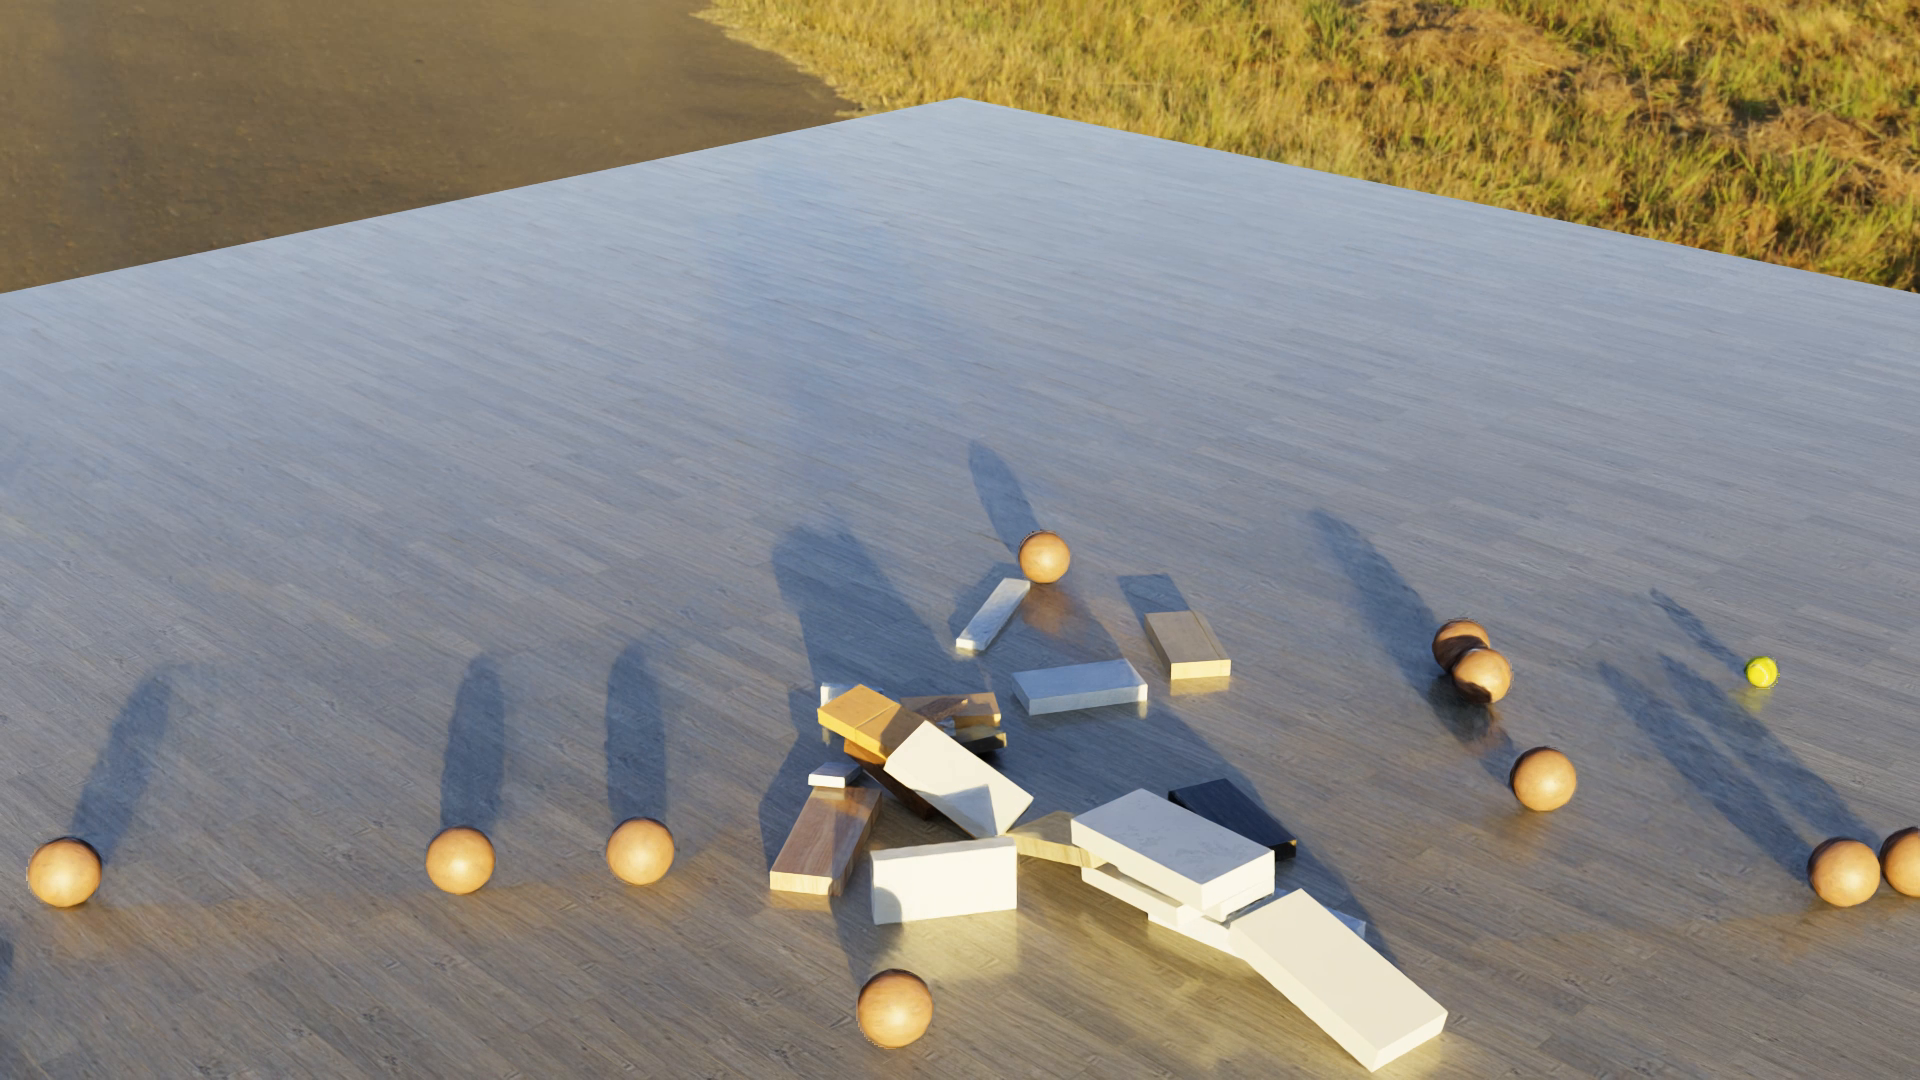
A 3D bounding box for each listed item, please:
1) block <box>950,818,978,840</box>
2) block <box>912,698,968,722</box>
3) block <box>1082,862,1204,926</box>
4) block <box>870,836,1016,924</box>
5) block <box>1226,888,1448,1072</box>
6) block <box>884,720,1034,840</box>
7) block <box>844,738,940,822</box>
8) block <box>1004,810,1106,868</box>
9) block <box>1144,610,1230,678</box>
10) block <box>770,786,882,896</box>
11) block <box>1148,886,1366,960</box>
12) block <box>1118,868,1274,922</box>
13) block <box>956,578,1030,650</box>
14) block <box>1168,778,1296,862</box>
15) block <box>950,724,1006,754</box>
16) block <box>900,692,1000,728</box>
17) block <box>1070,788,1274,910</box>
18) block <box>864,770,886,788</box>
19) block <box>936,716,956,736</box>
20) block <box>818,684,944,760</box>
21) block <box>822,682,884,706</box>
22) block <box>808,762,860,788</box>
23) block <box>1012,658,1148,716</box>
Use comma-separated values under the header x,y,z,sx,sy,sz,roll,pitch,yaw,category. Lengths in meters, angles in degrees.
x,y,z,sx,sy,sz,roll,pitch,yaw,category
-0.002,0.500,4.430,0.246,0.035,0.123,35,45,28,block
-0.048,0.368,4.745,0.068,0.019,0.135,1,12,34,block
0.364,0.635,4.089,0.134,0.038,0.268,-18,22,-33,block
-0.030,0.633,4.095,0.269,0.135,0.038,-5,23,-11,block
0.650,0.758,3.814,0.177,0.050,0.354,-18,41,-35,block
-0.003,0.483,4.364,0.269,0.038,0.135,35,47,14,block
-0.110,0.465,4.505,0.123,0.035,0.246,-27,52,-37,block
0.221,0.576,4.243,0.134,0.038,0.268,-18,11,-33,block
0.529,0.242,5.140,0.137,0.039,0.275,-3,23,-8,block
-0.260,0.586,4.330,0.137,0.039,0.347,4,23,10,block
0.544,0.701,4.045,0.354,0.050,0.177,18,29,36,block
0.429,0.609,4.018,0.134,0.038,0.268,-19,25,-34,block
0.084,0.176,5.322,0.067,0.019,0.374,7,24,17,block
0.540,0.565,4.381,0.135,0.038,0.269,-10,25,-22,block
-0.019,0.435,4.663,0.210,0.030,0.105,-11,11,-25,block
-0.022,0.378,4.832,0.210,0.030,0.105,-3,23,-7,block
0.386,0.562,4.027,0.177,0.050,0.354,-19,24,-33,block
-0.120,0.490,4.517,0.146,0.021,0.073,33,44,25,block
-0.120,0.406,4.715,0.210,0.030,0.105,-7,10,-6,block
-0.164,0.380,4.526,0.246,0.035,0.123,24,39,39,block
-0.237,0.354,4.841,0.135,0.067,0.019,4,23,8,block
-0.258,0.484,4.537,0.073,0.021,0.146,4,5,10,block
0.267,0.329,4.936,0.274,0.039,0.137,-6,24,-14,block
